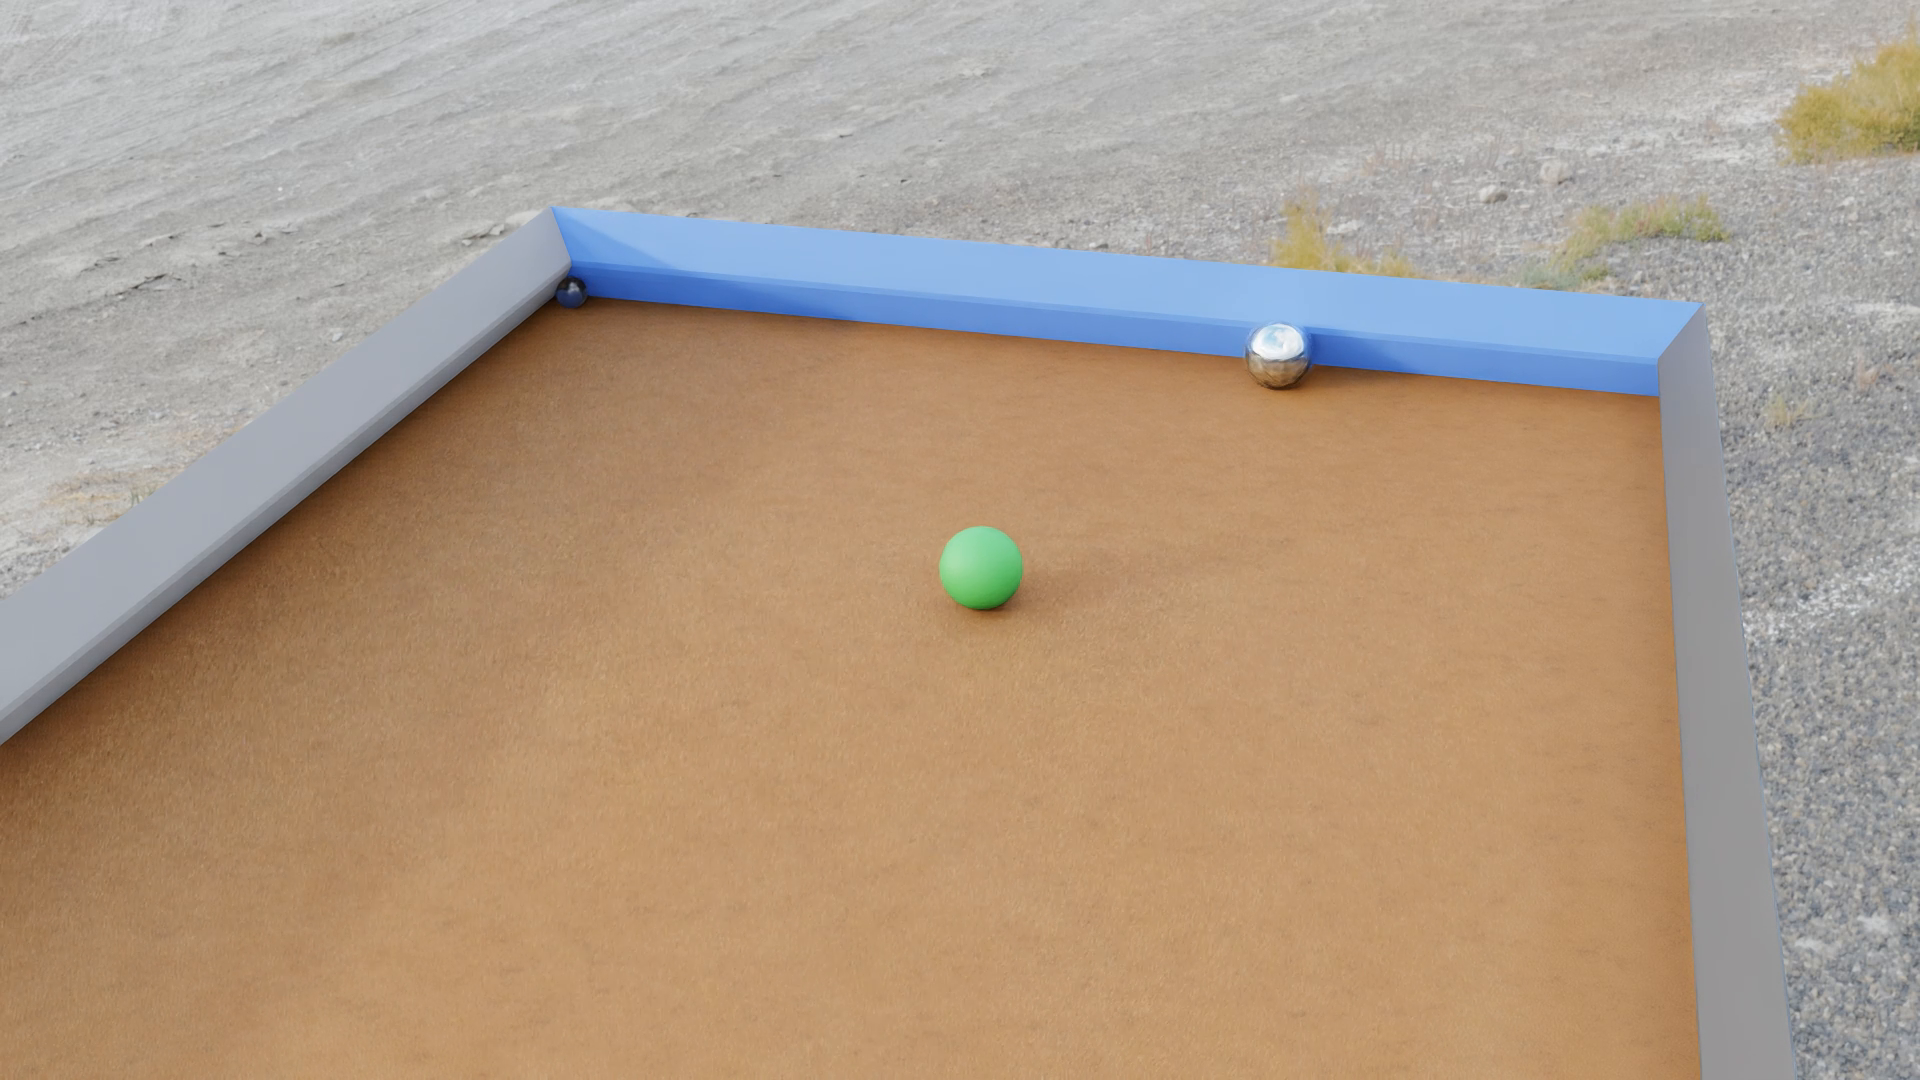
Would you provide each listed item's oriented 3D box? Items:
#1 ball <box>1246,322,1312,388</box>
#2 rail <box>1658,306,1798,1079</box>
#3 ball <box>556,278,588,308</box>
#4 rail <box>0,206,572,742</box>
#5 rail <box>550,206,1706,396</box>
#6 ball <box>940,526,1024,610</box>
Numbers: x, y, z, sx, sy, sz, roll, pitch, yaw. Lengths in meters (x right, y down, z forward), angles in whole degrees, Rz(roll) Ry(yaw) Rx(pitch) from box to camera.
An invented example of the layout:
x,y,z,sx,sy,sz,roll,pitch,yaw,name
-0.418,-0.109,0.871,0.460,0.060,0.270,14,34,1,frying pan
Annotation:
x,y,z,sx,sy,sz,roll,pitch,yaw,name
0.379,-0.221,2.619,0.079,0.079,0.079,0,26,0,ball
0.513,0.333,1.459,0.045,0.118,2.583,7,27,13,rail
-0.506,-0.322,2.866,0.040,0.040,0.040,0,26,0,ball
-0.840,0.176,1.775,0.045,0.118,2.583,7,27,13,rail
0.157,-0.292,2.715,1.446,0.118,0.045,7,27,13,rail
0.020,0.027,2.119,0.081,0.081,0.081,0,26,0,ball
